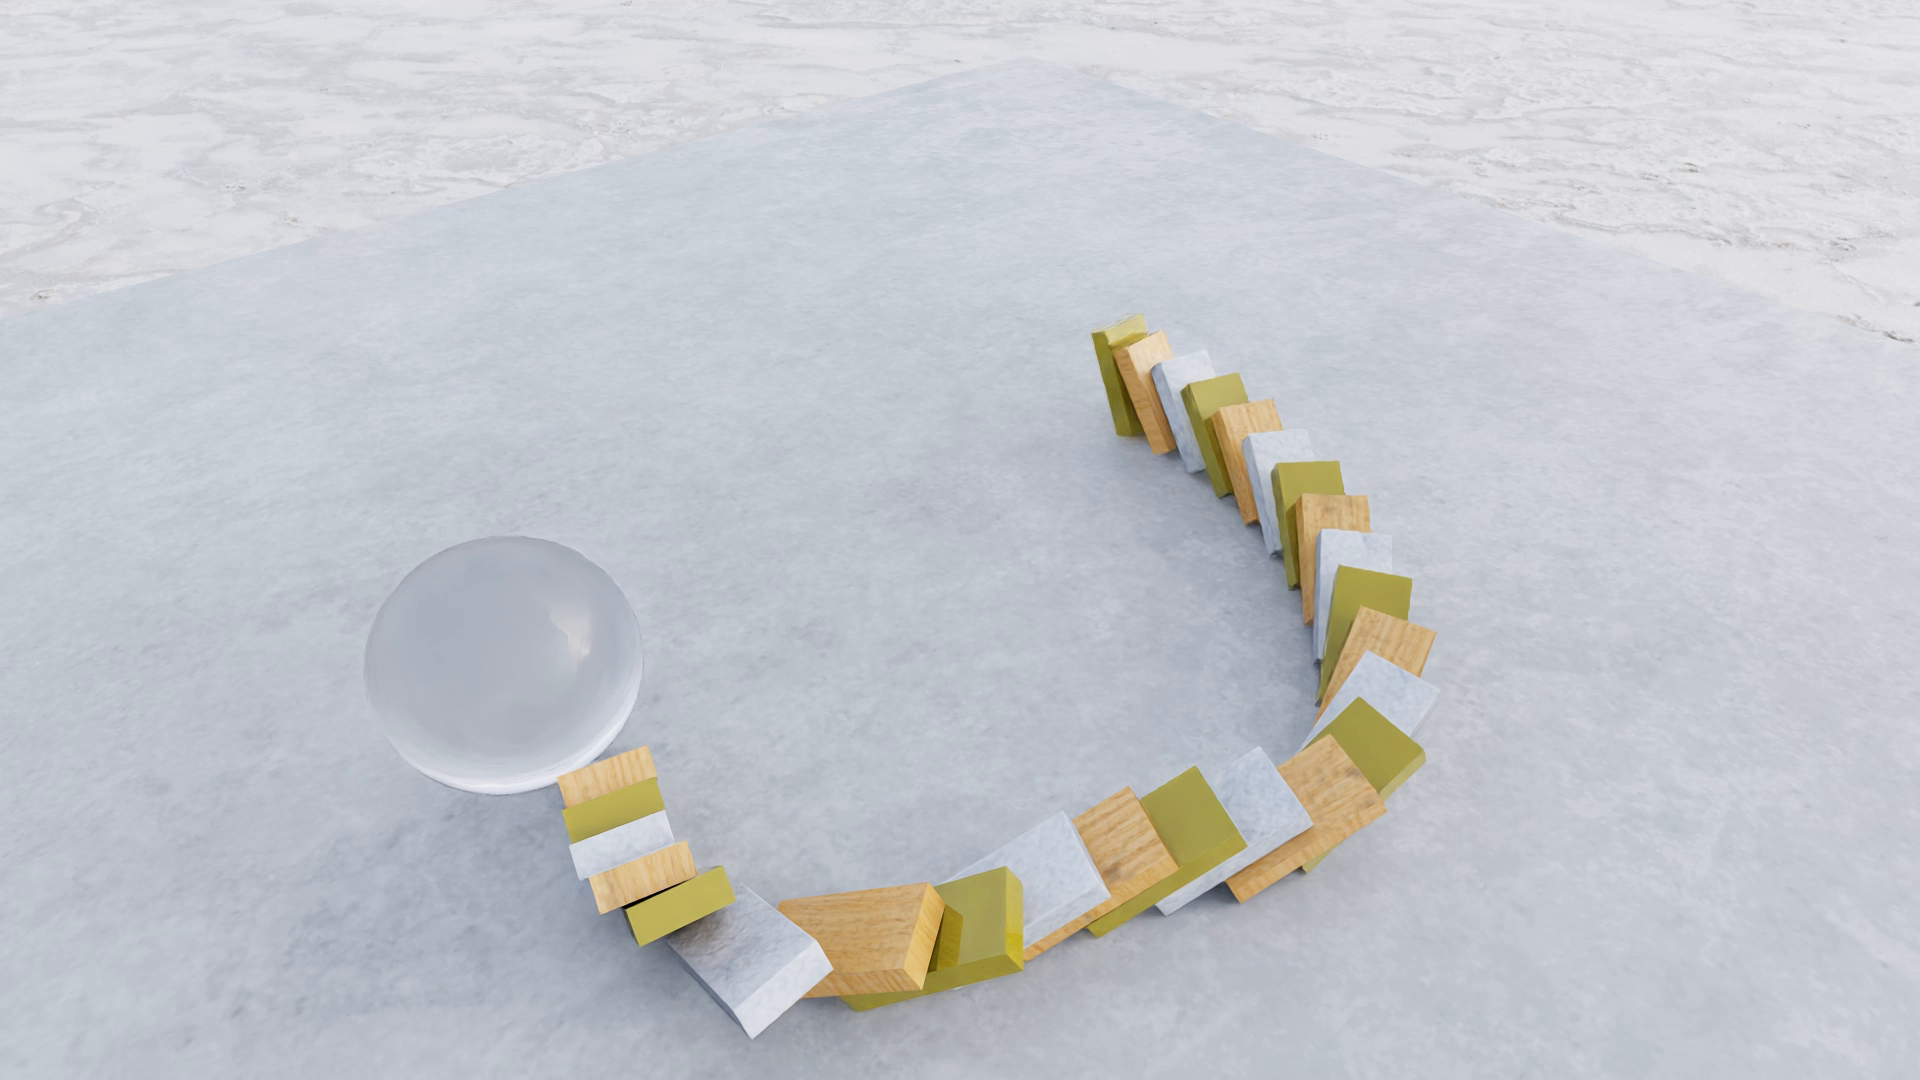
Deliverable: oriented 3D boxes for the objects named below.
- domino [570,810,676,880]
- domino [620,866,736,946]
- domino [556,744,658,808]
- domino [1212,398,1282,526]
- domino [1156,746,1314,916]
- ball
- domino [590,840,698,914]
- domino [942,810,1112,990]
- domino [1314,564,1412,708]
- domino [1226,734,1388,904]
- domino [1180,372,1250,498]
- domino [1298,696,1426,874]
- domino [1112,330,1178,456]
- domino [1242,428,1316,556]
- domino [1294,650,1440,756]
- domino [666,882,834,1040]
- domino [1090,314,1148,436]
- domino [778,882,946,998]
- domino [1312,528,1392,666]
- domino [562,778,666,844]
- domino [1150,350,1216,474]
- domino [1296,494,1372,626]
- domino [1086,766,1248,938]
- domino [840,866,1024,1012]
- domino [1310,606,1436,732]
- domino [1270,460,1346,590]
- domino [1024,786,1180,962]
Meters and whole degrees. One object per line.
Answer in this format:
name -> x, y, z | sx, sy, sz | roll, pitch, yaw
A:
domino -> -0.095, 0.086, 0.310 | 0.025, 0.050, 0.010 | -18, 80, -20
domino -> -0.077, 0.098, 0.296 | 0.025, 0.050, 0.009 | -20, 81, -23
domino -> -0.104, 0.072, 0.327 | 0.025, 0.050, 0.010 | -18, 80, -20
domino -> 0.126, -0.033, 0.462 | 0.025, 0.009, 0.050 | -11, 76, -13
domino -> 0.074, 0.085, 0.322 | 0.050, 0.010, 0.025 | -33, 43, 4
ball -> -0.140, 0.038, 0.341 | 0.080, 0.080, 0.080 | 0, 39, 0
domino -> -0.087, 0.092, 0.302 | 0.025, 0.050, 0.009 | -18, 80, -20
domino -> 0.014, 0.100, 0.305 | 0.050, 0.010, 0.025 | -32, 43, 3
domino -> 0.140, 0.035, 0.382 | 0.025, 0.009, 0.050 | 11, 69, 13
domino -> 0.096, 0.082, 0.325 | 0.050, 0.009, 0.025 | -33, 46, 4
domino -> 0.116, -0.045, 0.475 | 0.025, 0.010, 0.050 | -15, 81, -17
domino -> 0.114, 0.074, 0.335 | 0.050, 0.010, 0.025 | -42, 50, -4
domino -> 0.090, -0.067, 0.496 | 0.025, 0.050, 0.009 | -29, 11, -31
domino -> 0.133, -0.020, 0.447 | 0.025, 0.009, 0.050 | -6, 72, -8
domino -> 0.127, 0.063, 0.349 | 0.025, 0.009, 0.050 | 32, 78, 32
domino -> -0.056, 0.109, 0.289 | 0.025, 0.009, 0.050 | -34, 19, -27
domino -> 0.078, -0.075, 0.504 | 0.025, 0.050, 0.010 | -30, 22, -31
domino -> -0.030, 0.108, 0.294 | 0.050, 0.010, 0.025 | -16, 32, 27
domino -> 0.142, 0.022, 0.399 | 0.025, 0.010, 0.050 | 6, 68, 7
domino -> -0.100, 0.079, 0.318 | 0.025, 0.050, 0.009 | -18, 80, -20
domino -> 0.105, -0.057, 0.487 | 0.025, 0.050, 0.009 | -19, -2, -22
domino -> 0.142, 0.008, 0.416 | 0.025, 0.009, 0.050 | 2, 69, 2
domino -> 0.054, 0.089, 0.317 | 0.050, 0.009, 0.025 | -33, 43, 4
domino -> -0.008, 0.107, 0.294 | 0.050, 0.009, 0.025 | -22, 36, 20
domino -> 0.136, 0.049, 0.365 | 0.025, 0.009, 0.050 | 21, 73, 23
domino -> 0.139, -0.006, 0.432 | 0.025, 0.009, 0.050 | -2, 70, -3
domino -> 0.034, 0.094, 0.312 | 0.050, 0.010, 0.025 | -32, 43, 3
